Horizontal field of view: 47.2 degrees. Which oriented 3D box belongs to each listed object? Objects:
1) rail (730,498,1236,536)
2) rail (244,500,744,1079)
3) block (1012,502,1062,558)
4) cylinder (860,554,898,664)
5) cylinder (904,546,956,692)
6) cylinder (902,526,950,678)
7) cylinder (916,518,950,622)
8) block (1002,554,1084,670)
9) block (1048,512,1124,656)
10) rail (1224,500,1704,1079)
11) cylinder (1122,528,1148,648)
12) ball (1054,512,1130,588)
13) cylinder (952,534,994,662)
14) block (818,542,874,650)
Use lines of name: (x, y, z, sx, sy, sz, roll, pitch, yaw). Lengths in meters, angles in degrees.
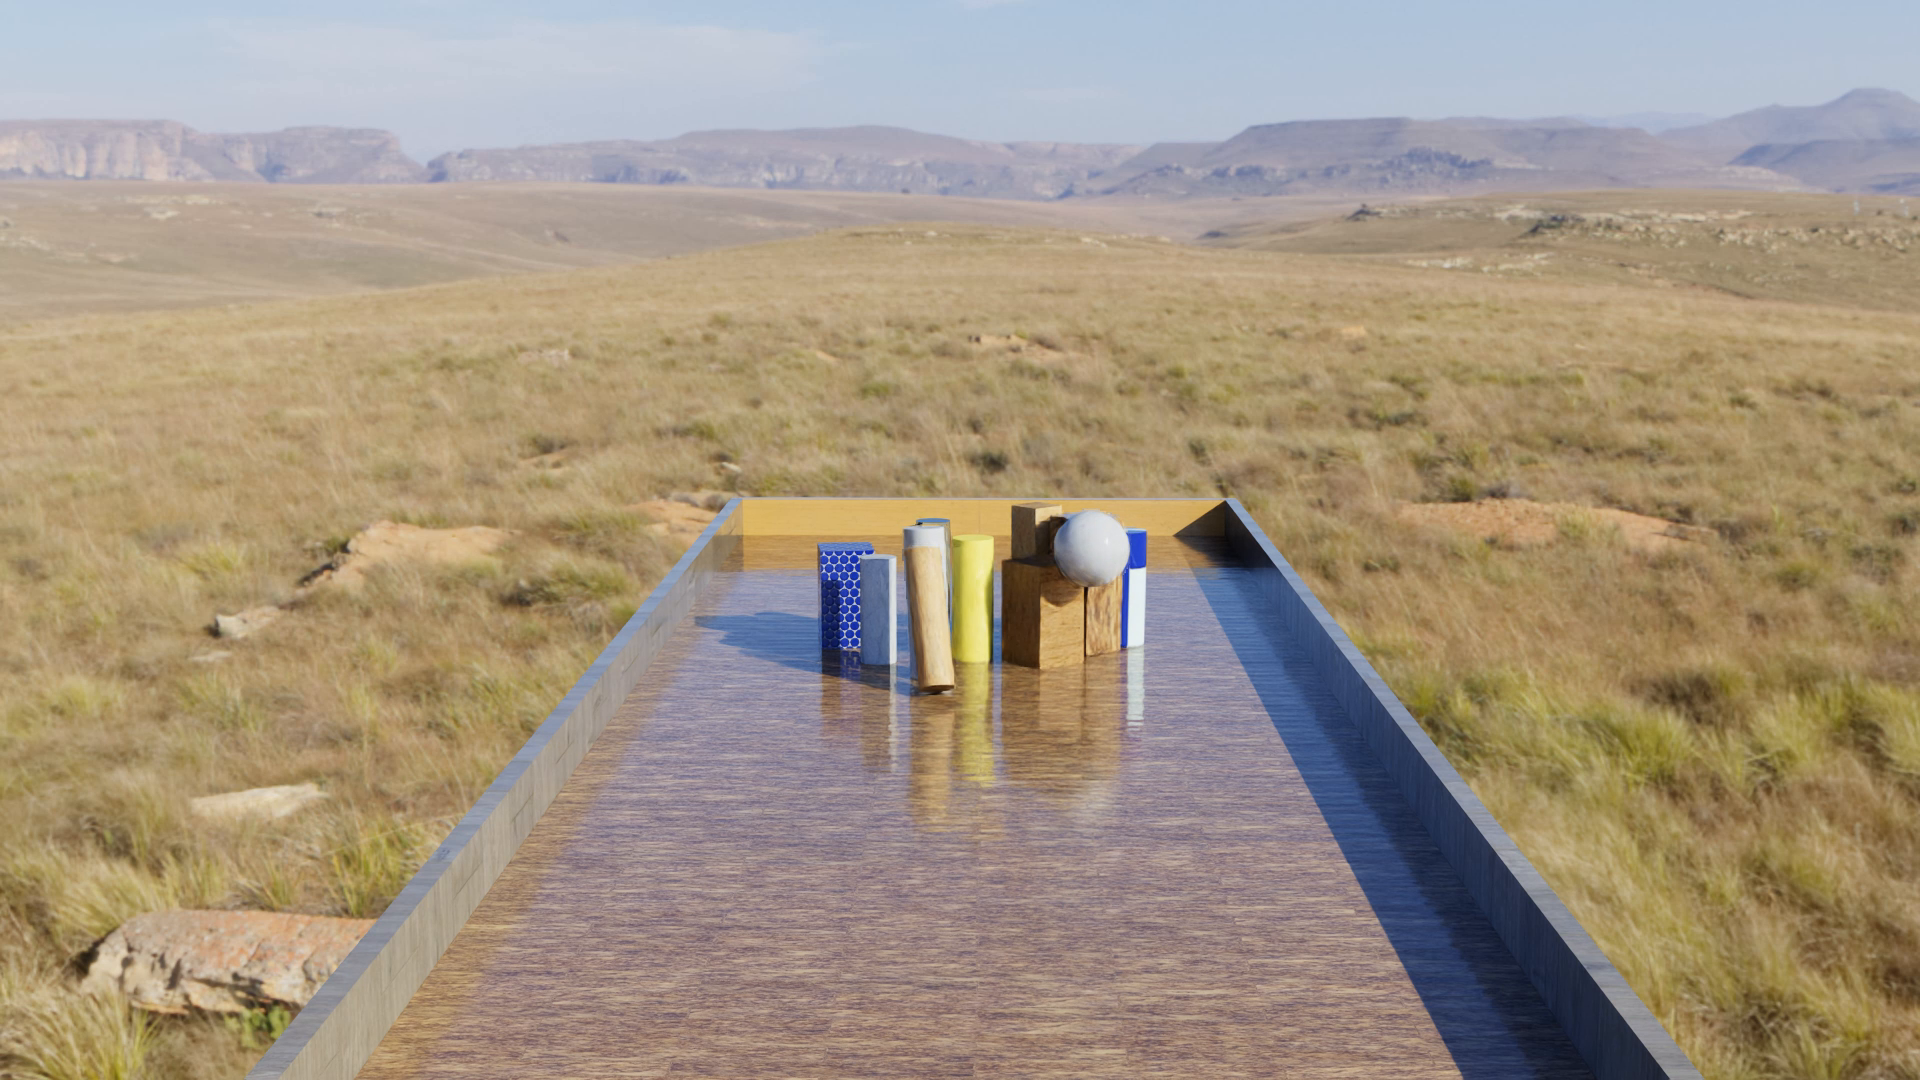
rail: (0.099, -0.098, 9.147, 2.100, 0.150, 0.050, 0, 9, 1)
rail: (-1.004, 0.839, 3.234, 0.050, 0.150, 12.000, 0, 9, 1)
block: (0.239, 0.108, 6.921, 0.112, 0.440, 0.112, -8, 12, -41)
cylinder: (-0.247, 0.210, 6.663, 0.111, 0.320, 0.111, 0, 9, 0)
cylinder: (-0.086, 0.226, 6.268, 0.104, 0.405, 0.104, -6, -15, -2)
cylinder: (-0.096, 0.182, 6.442, 0.121, 0.436, 0.121, -3, 5, 0)
cylinder: (-0.084, 0.133, 6.918, 0.108, 0.392, 0.108, 0, 9, 0)
block: (0.250, 0.215, 6.665, 0.176, 0.310, 0.176, -7, 12, -39)
block: (0.389, 0.134, 6.818, 0.163, 0.419, 0.163, -7, 12, -44)
rail: (1.046, 0.843, 3.208, 0.050, 0.150, 12.000, 0, 9, 1)
cylinder: (0.511, 0.148, 6.919, 0.146, 0.359, 0.146, 1, 8, 0)
ball: (0.389, 0.028, 6.506, 0.227, 0.227, 0.227, 0, 9, 0)
cylinder: (0.040, 0.177, 6.708, 0.125, 0.372, 0.125, 0, 9, 0)
block: (-0.359, 0.173, 6.929, 0.168, 0.309, 0.168, -1, 9, -7)
